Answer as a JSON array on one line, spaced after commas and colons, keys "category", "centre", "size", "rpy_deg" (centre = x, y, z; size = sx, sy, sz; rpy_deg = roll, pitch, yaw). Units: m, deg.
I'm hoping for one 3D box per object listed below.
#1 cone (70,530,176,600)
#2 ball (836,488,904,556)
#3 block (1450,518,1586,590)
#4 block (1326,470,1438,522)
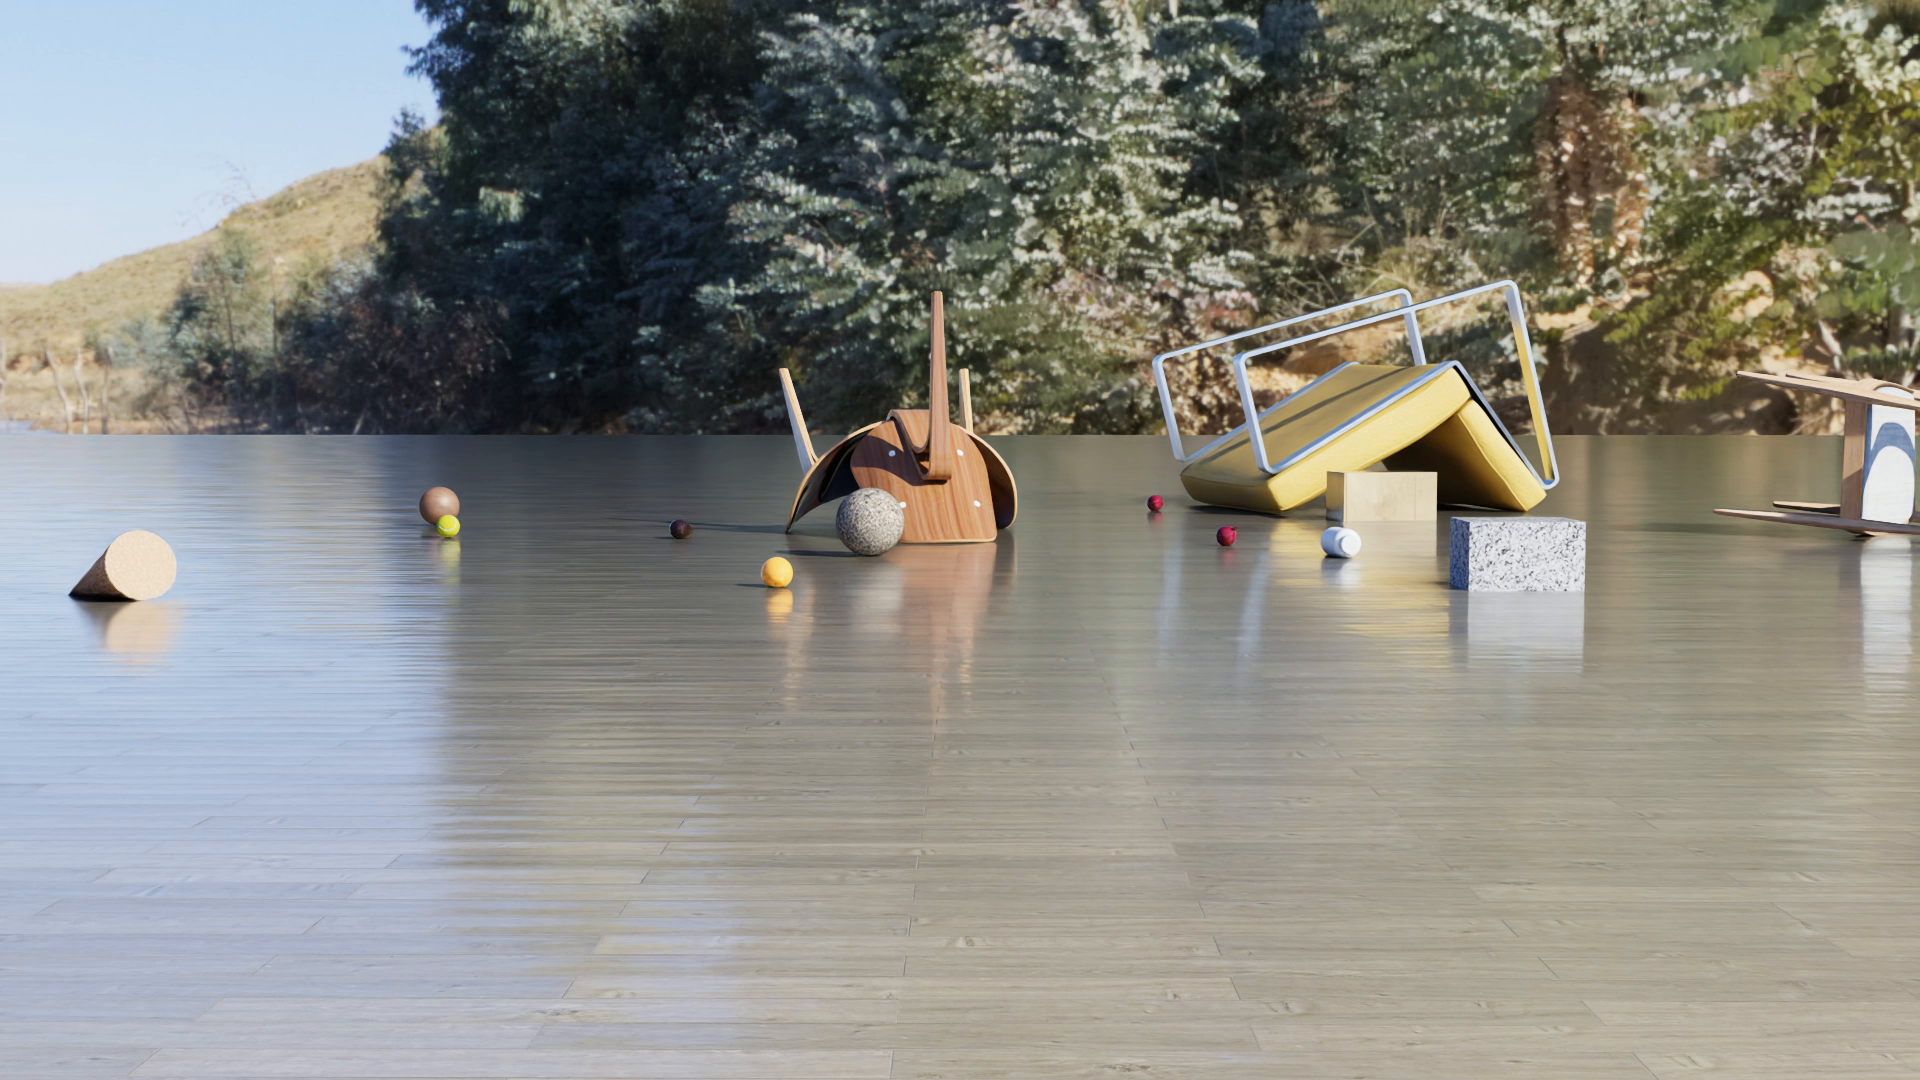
[{"category": "cone", "centre": [-1.849, 0.087, 4.753], "size": [0.242, 0.151, 0.190], "rpy_deg": [-18, 3, 28]}, {"category": "ball", "centre": [-0.242, -0.049, 5.911], "size": [0.185, 0.185, 0.185], "rpy_deg": [0, 4, 0]}, {"category": "block", "centre": [1.261, 0.030, 4.985], "size": [0.257, 0.153, 0.194], "rpy_deg": [0, 4, 0]}, {"category": "block", "centre": [1.452, -0.154, 7.583], "size": [0.335, 0.165, 0.169], "rpy_deg": [-1, 4, -11]}]
